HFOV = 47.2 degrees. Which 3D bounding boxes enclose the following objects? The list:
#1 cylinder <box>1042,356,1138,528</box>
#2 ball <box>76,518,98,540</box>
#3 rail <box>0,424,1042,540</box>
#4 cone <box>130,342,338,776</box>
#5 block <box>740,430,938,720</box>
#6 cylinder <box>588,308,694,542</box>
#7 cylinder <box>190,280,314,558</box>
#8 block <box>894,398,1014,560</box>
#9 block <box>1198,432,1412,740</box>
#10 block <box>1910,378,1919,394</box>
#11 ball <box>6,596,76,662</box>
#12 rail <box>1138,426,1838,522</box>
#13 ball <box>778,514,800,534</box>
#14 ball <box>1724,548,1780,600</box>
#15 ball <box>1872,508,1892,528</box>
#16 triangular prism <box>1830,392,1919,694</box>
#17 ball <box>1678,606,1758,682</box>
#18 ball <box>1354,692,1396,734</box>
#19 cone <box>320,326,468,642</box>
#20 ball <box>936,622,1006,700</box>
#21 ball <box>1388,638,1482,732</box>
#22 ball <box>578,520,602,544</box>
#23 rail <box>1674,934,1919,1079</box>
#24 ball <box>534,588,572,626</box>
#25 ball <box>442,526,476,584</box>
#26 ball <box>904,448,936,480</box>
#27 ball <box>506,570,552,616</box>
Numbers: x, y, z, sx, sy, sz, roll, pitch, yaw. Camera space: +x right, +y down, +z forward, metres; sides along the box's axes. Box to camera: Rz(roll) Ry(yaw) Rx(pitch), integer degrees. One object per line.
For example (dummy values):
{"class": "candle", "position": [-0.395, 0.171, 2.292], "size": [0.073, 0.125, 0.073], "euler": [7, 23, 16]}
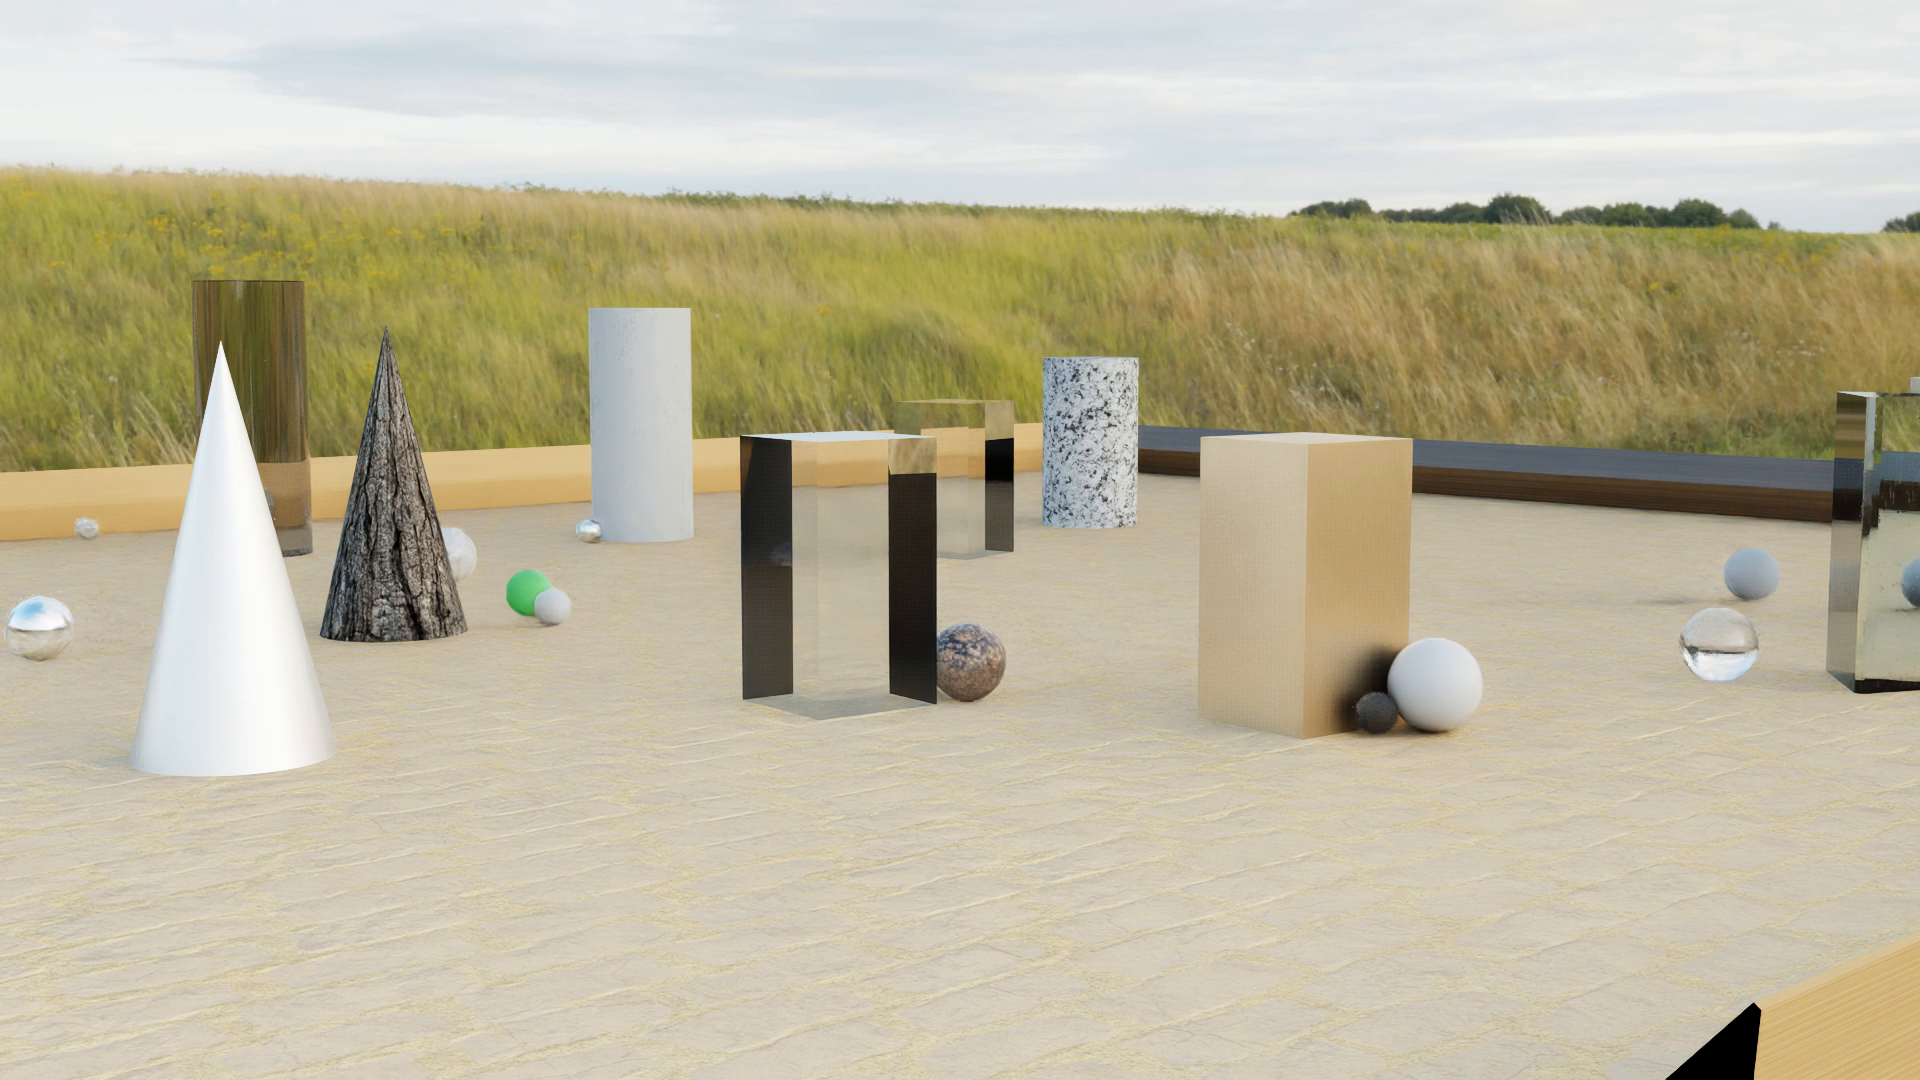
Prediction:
{"class": "cylinder", "position": [0.273, -0.207, 4.606], "size": [0.200, 0.348, 0.200], "euler": [0, 6, 0]}
{"class": "ball", "position": [-1.707, -0.022, 4.300], "size": [0.042, 0.042, 0.042], "euler": [0, 6, 0]}
{"class": "rail", "position": [-1.317, -0.114, 4.751], "size": [4.482, 0.130, 0.045], "euler": [-5, 8, -42]}
{"class": "cone", "position": [-0.729, 0.010, 2.190], "size": [0.200, 0.415, 0.200], "euler": [0, 6, 0]}
{"class": "block", "position": [-0.138, 0.034, 2.496], "size": [0.160, 0.304, 0.160], "euler": [-4, 7, -37]}
{"class": "cylinder", "position": [-0.627, -0.230, 4.329], "size": [0.200, 0.450, 0.200], "euler": [0, 6, 0]}
{"class": "cylinder", "position": [-1.297, -0.223, 4.032], "size": [0.200, 0.499, 0.200], "euler": [0, 6, 0]}
{"class": "block", "position": [-0.010, -0.115, 4.041], "size": [0.160, 0.280, 0.160], "euler": [4, 7, 32]}
{"class": "block", "position": [0.373, 0.043, 2.389], "size": [0.160, 0.308, 0.160], "euler": [-4, 7, -37]}
{"class": "block", "position": [1.448, -0.051, 3.089], "size": [0.160, 0.351, 0.160], "euler": [-4, 7, -34]}
{"class": "ball", "position": [-1.173, 0.113, 2.806], "size": [0.083, 0.083, 0.083], "euler": [0, 6, 0]}
{"class": "rail", "position": [1.630, -0.122, 4.827], "size": [0.045, 0.130, 3.931], "euler": [-5, 8, -42]}
{"class": "ball", "position": [-0.341, -0.032, 4.395], "size": [0.043, 0.043, 0.043], "euler": [0, 6, 0]}
{"class": "ball", "position": [1.221, 0.053, 3.395], "size": [0.081, 0.081, 0.081], "euler": [0, 6, 0]}
{"class": "ball", "position": [1.895, -0.044, 4.520], "size": [0.040, 0.040, 0.040], "euler": [0, 6, 0]}
{"class": "triangular prism", "position": [1.106, -0.003, 2.649], "size": [0.173, 0.346, 0.150], "euler": [-2, 6, -19]}
{"class": "ball", "position": [0.912, 0.126, 2.644], "size": [0.091, 0.091, 0.091], "euler": [0, 6, 0]}
{"class": "ball", "position": [0.439, 0.183, 2.324], "size": [0.044, 0.044, 0.044], "euler": [0, 6, 0]}
{"class": "cone", "position": [-0.788, -0.085, 3.043], "size": [0.200, 0.428, 0.200], "euler": [0, 6, 0]}
{"class": "ball", "position": [0.009, 0.139, 2.521], "size": [0.091, 0.091, 0.091], "euler": [0, 6, 0]}
{"class": "ball", "position": [0.504, 0.154, 2.335], "size": [0.099, 0.099, 0.099], "euler": [0, 6, 0]}
{"class": "ball", "position": [-0.710, -0.015, 4.222], "size": [0.046, 0.046, 0.046], "euler": [0, 6, 0]}
{"class": "rail", "position": [1.317, 0.181, 1.912], "size": [4.482, 0.130, 0.045], "euler": [-5, 8, -42]}
{"class": "ball", "position": [-0.579, 0.095, 3.124], "size": [0.053, 0.053, 0.053], "euler": [0, 6, 0]}
{"class": "ball", "position": [-0.837, 0.026, 3.588], "size": [0.095, 0.095, 0.095], "euler": [0, 6, 0]}
{"class": "ball", "position": [-0.104, -0.198, 5.784], "size": [0.086, 0.086, 0.086], "euler": [0, 6, 0]}
{"class": "ball", "position": [-0.632, 0.077, 3.225], "size": [0.068, 0.068, 0.068], "euler": [0, 6, 0]}
